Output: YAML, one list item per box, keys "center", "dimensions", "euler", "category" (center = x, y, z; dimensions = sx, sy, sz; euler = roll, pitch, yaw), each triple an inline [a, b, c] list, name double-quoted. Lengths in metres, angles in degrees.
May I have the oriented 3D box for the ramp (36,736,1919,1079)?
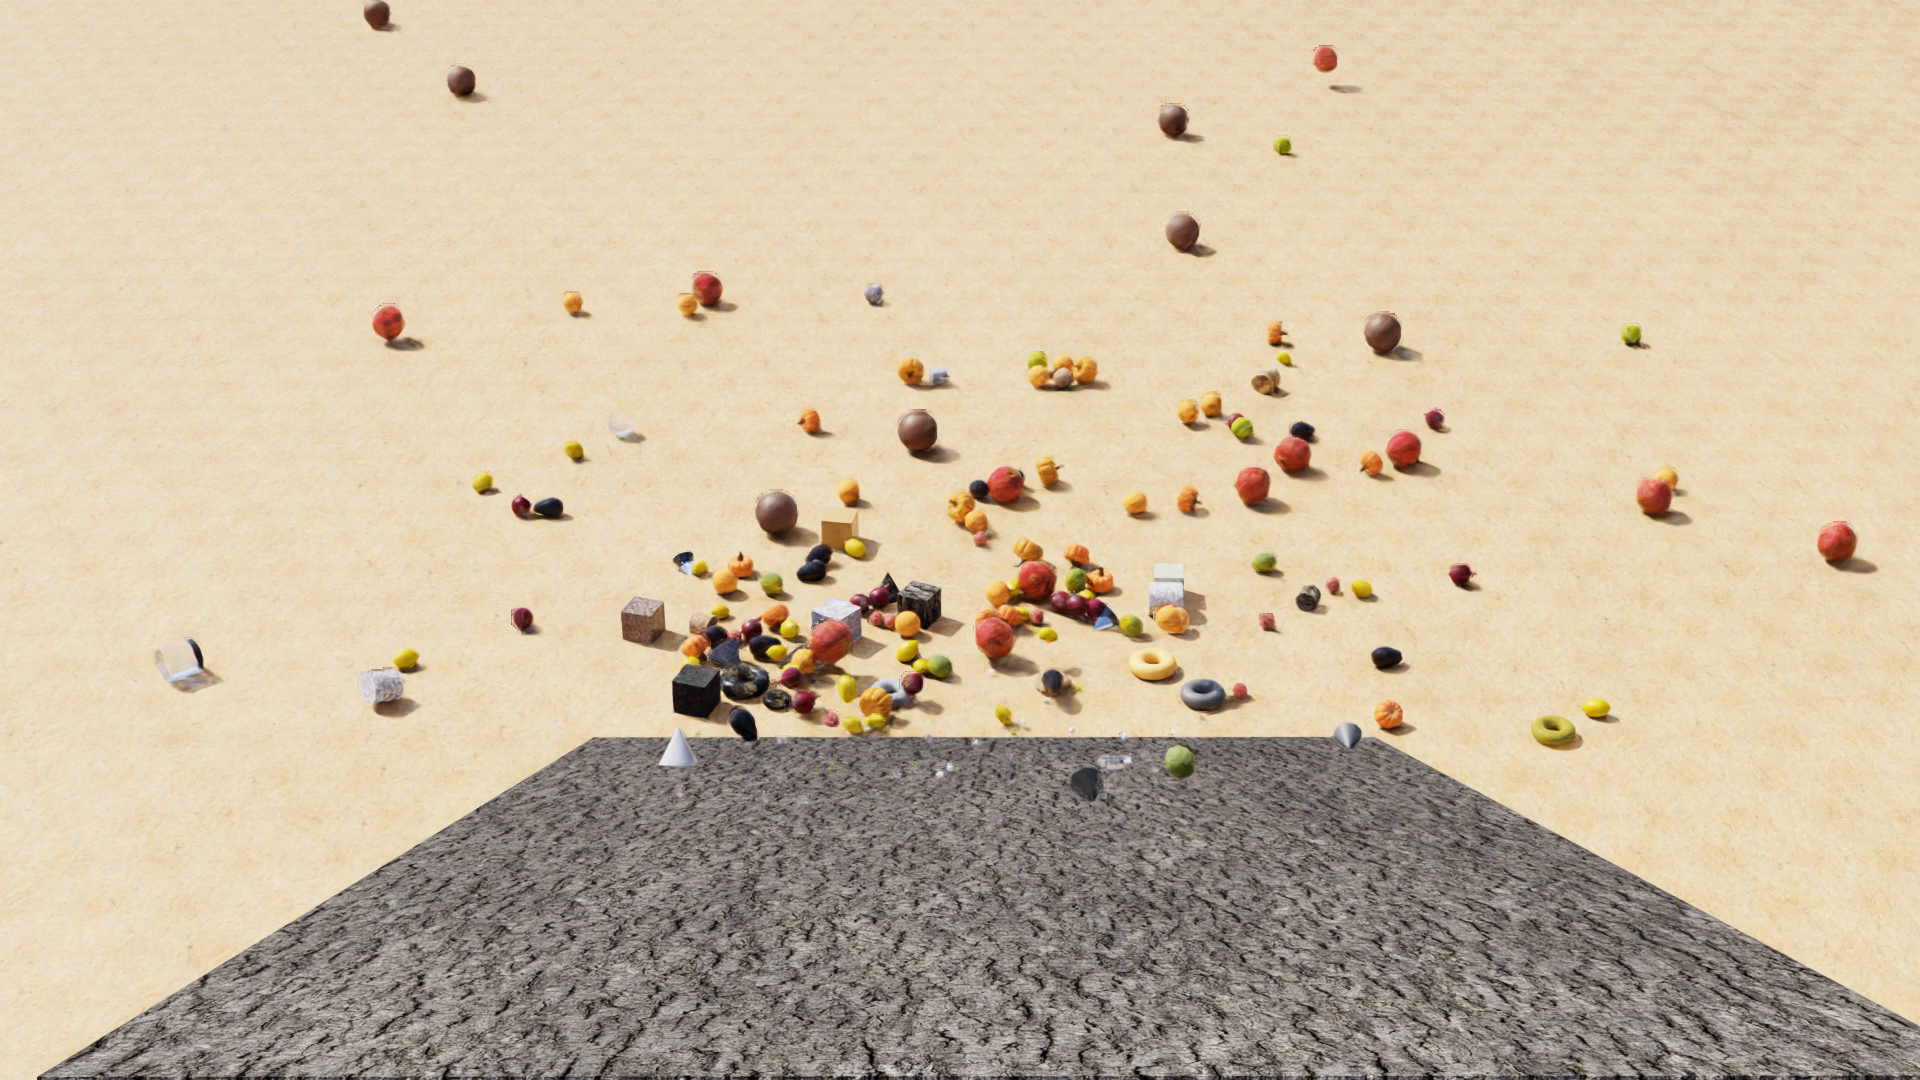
- center: [0.064, 0.573, 4.616]
  dimensions: [2.000, 0.100, 4.000]
  euler: [0, 1, 0]
  category: "ramp"

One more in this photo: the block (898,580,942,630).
- center: [-0.115, 0.184, 7.298]
  dimensions: [0.092, 0.092, 0.092]
  euler: [14, 31, 24]
  category: "block"

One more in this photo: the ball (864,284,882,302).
- center: [-0.312, -0.887, 9.305]
  dimensions: [0.067, 0.067, 0.067]
  euler: [0, 28, 0]
  category: "ball"

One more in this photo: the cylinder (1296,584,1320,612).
- center: [0.993, 0.165, 7.368]
  dimensions: [0.057, 0.057, 0.057]
  euler: [12, 30, 20]
  category: "cylinder"

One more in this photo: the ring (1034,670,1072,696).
- center: [0.251, 0.387, 6.985]
  dimensions: [0.098, 0.033, 0.098]
  euler: [-1, 28, 1]
  category: "ring"

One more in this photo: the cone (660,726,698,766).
- center: [-0.642, 0.467, 5.893]
  dimensions: [0.090, 0.090, 0.090]
  euler: [0, 1, 0]
  category: "cone"

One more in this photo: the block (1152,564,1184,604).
- center: [0.598, 0.124, 7.416]
  dimensions: [0.084, 0.084, 0.084]
  euler: [1, 28, 1]
  category: "block"

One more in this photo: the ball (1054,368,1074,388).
- center: [0.347, -0.543, 8.669]
  dimensions: [0.067, 0.067, 0.067]
  euler: [0, 28, 0]
  category: "ball"

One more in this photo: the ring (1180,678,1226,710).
- center: [0.650, 0.412, 6.929]
  dimensions: [0.122, 0.041, 0.122]
  euler: [-1, 28, 1]
  category: "ring"

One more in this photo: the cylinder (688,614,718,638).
- center: [-0.719, 0.239, 7.231]
  dimensions: [0.059, 0.059, 0.059]
  euler: [13, 31, 22]
  category: "cylinder"

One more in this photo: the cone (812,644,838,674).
- center: [-0.386, 0.340, 7.068]
  dimensions: [0.078, 0.078, 0.078]
  euler: [20, 61, 32]
  category: "cone"

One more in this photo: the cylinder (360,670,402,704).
- center: [-1.545, 0.391, 6.903]
  dimensions: [0.082, 0.082, 0.082]
  euler: [-8, 26, -43]
  category: "cylinder"

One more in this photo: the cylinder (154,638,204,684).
- center: [-2.122, 0.328, 7.026]
  dimensions: [0.096, 0.096, 0.096]
  euler: [-22, 36, -35]
  category: "cylinder"

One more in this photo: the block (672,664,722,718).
- center: [-0.702, 0.402, 6.888]
  dimensions: [0.097, 0.097, 0.097]
  euler: [9, 30, 16]
  category: "block"

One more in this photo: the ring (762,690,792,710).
- center: [-0.488, 0.428, 6.916]
  dimensions: [0.079, 0.026, 0.079]
  euler: [1, 29, 0]
  category: "ring"

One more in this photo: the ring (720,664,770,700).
- center: [-0.582, 0.383, 6.978]
  dimensions: [0.139, 0.046, 0.139]
  euler: [0, 30, 0]
  category: "ring"

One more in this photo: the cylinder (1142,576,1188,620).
- center: [0.582, 0.166, 7.328]
  dimensions: [0.094, 0.094, 0.094]
  euler: [32, 34, 3]
  category: "cylinder"

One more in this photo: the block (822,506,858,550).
- center: [-0.357, -0.034, 7.700]
  dimensions: [0.092, 0.092, 0.092]
  euler: [5, 29, 9]
  category: "block"

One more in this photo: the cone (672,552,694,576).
- center: [-0.798, 0.080, 7.555]
  dimensions: [0.067, 0.067, 0.067]
  euler: [-11, 57, -20]
  category: "cone"

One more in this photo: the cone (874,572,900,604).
- center: [-0.206, 0.126, 7.415]
  dimensions: [0.083, 0.083, 0.083]
  euler: [0, 28, 0]
  category: "cone"

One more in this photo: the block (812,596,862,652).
- center: [-0.344, 0.234, 7.198]
  dimensions: [0.098, 0.098, 0.098]
  euler: [21, 35, 33]
  category: "block"

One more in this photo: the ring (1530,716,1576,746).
- center: [1.554, 0.499, 6.771]
  dimensions: [0.117, 0.039, 0.117]
  euler: [-1, 29, 1]
  category: "ring"

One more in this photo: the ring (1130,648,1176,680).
- center: [0.527, 0.339, 7.062]
  dimensions: [0.130, 0.043, 0.130]
  euler: [-1, 28, 1]
  category: "ring"

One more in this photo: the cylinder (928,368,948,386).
- center: [-0.072, -0.549, 8.695]
  dimensions: [0.052, 0.052, 0.052]
  euler: [-10, 30, -18]
  category: "cylinder"

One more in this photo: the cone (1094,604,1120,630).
- center: [0.401, 0.233, 7.269]
  dimensions: [0.074, 0.074, 0.074]
  euler: [-38, 39, -10]
  category: "cone"

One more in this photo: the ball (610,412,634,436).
- center: [-1.093, -0.373, 8.343]
  dimensions: [0.078, 0.078, 0.078]
  euler: [0, 28, 0]
  category: "ball"

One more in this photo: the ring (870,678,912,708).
- center: [-0.187, 0.410, 6.936]
  dimensions: [0.115, 0.038, 0.115]
  euler: [0, 30, 0]
  category: "ring"

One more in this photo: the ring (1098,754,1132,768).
- center: [0.348, 0.499, 5.820]
  dimensions: [0.078, 0.026, 0.078]
  euler: [-1, 2, 0]
  category: "ring"

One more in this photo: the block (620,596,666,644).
- center: [-0.885, 0.225, 7.223]
  dimensions: [0.091, 0.091, 0.091]
  euler: [9, 30, 17]
  category: "block"

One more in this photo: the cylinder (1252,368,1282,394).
- center: [1.026, -0.532, 8.645]
  dimensions: [0.070, 0.070, 0.070]
  euler: [20, 34, 32]
  category: "cylinder"
